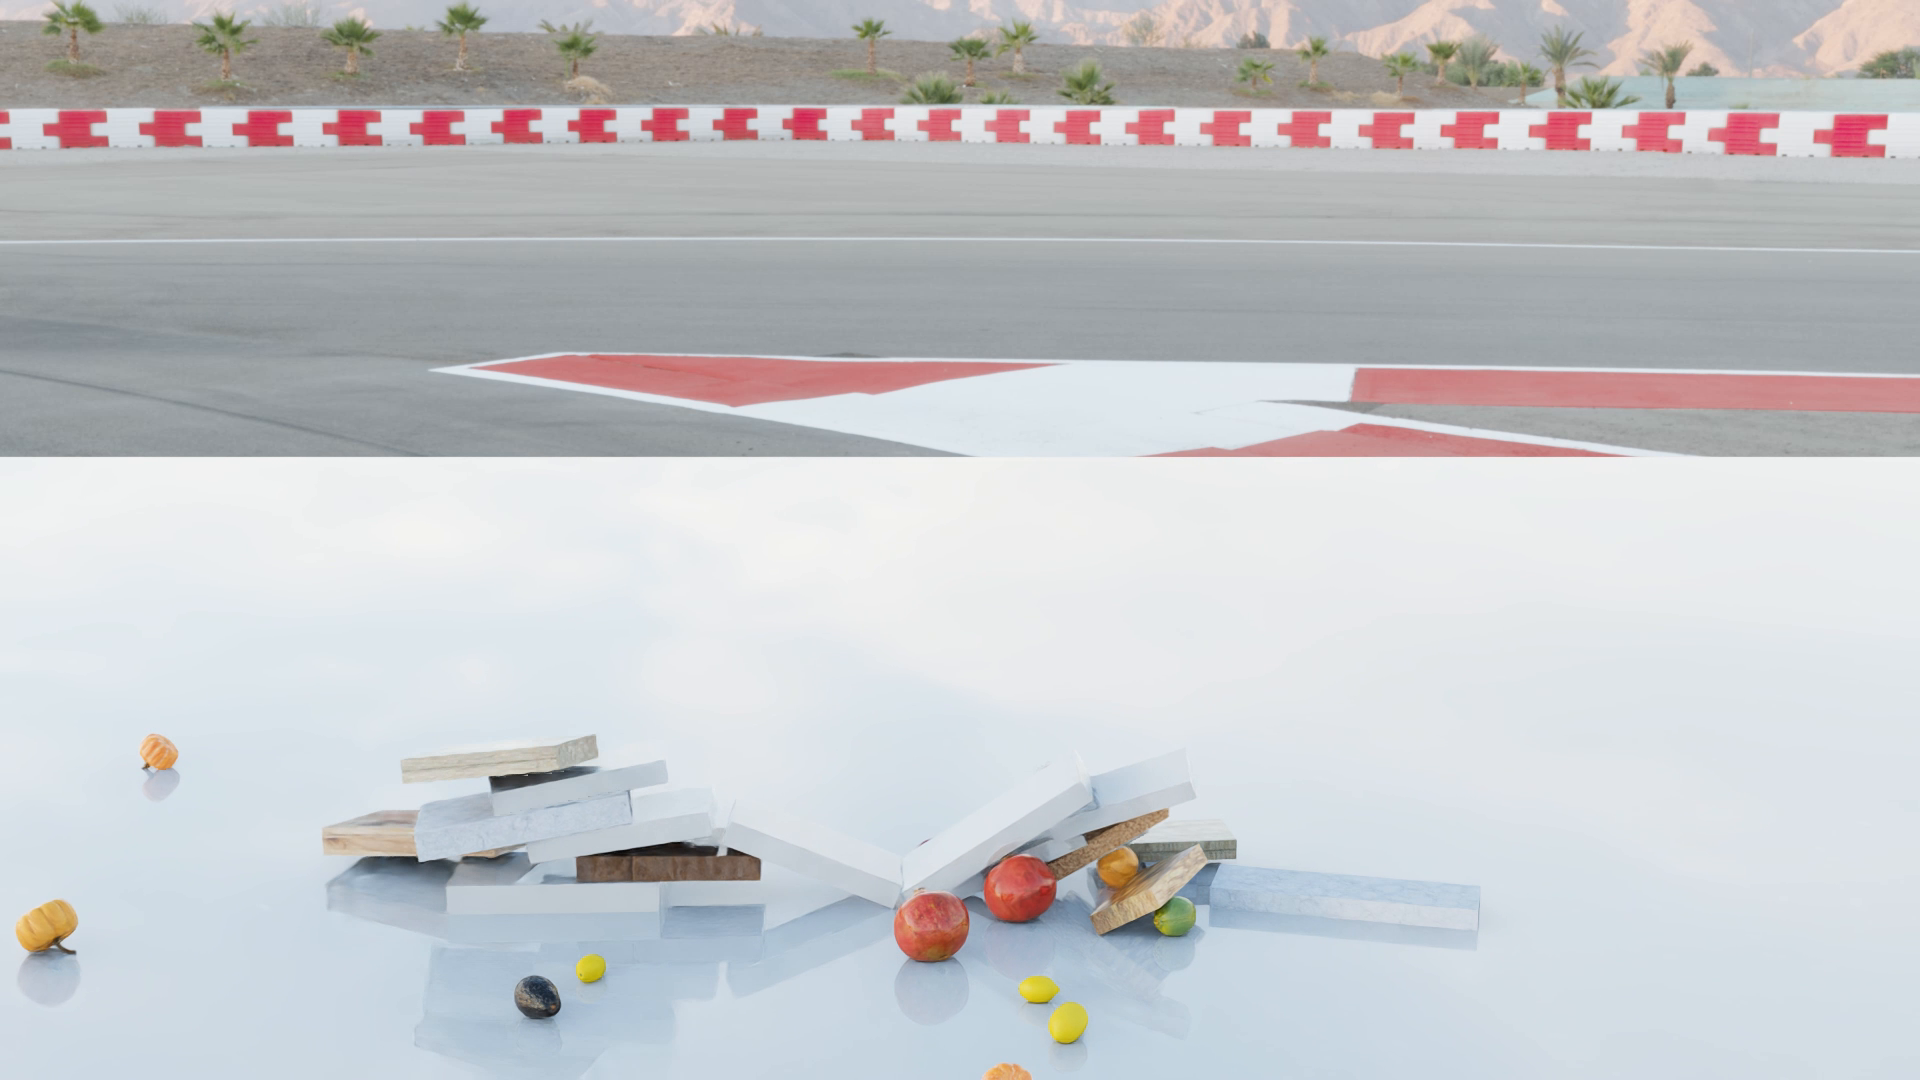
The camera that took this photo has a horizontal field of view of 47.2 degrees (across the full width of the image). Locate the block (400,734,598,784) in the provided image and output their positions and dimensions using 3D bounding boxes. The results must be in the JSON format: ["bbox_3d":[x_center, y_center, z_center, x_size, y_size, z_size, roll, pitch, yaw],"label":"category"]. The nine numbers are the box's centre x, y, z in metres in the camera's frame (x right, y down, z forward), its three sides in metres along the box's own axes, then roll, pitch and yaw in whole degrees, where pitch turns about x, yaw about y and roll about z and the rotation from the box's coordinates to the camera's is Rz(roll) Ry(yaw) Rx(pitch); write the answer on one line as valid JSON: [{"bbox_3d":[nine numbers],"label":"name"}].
[{"bbox_3d":[-0.752,0.357,3.596,0.283,0.040,0.141,-7,1,18],"label":"block"}]

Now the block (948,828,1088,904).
[{"bbox_3d":[0.086,0.519,3.672,0.243,0.034,0.122,-24,15,2],"label":"block"}]

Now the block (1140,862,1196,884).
[{"bbox_3d":[0.356,0.555,3.793,0.083,0.023,0.166,0,11,-1],"label":"block"}]

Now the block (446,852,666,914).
[{"bbox_3d":[-0.665,0.568,3.656,0.342,0.048,0.171,-1,11,-3],"label":"block"}]

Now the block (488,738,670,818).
[{"bbox_3d":[-0.629,0.391,3.623,0.283,0.040,0.141,-10,11,-12],"label":"block"}]

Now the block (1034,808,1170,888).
[{"bbox_3d":[0.236,0.482,3.683,0.243,0.034,0.122,-32,16,14],"label":"block"}]

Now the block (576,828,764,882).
[{"bbox_3d":[-0.478,0.522,3.655,0.299,0.042,0.149,0,10,-3],"label":"block"}]

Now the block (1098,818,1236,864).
[{"bbox_3d":[0.349,0.522,3.815,0.239,0.034,0.120,-1,11,-6],"label":"block"}]

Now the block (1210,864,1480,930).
[{"bbox_3d":[0.632,0.584,3.606,0.428,0.034,0.120,3,11,15],"label":"block"}]

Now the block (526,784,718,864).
[{"bbox_3d":[-0.556,0.469,3.640,0.299,0.042,0.149,-9,11,-1],"label":"block"}]

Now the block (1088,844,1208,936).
[{"bbox_3d":[0.307,0.564,3.559,0.120,0.034,0.239,-30,-3,26],"label":"block"}]

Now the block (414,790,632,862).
[{"bbox_3d":[-0.715,0.450,3.618,0.342,0.048,0.171,-10,11,-8],"label":"block"}]

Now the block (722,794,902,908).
[{"bbox_3d":[-0.242,0.516,3.651,0.299,0.042,0.149,22,9,-6],"label":"block"}]

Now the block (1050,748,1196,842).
[{"bbox_3d":[0.264,0.419,3.622,0.243,0.034,0.121,-18,19,8],"label":"block"}]

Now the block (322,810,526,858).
[{"bbox_3d":[-0.906,0.507,3.802,0.342,0.048,0.171,-3,2,20],"label":"block"}]

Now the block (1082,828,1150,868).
[{"bbox_3d":[0.246,0.500,3.717,0.166,0.023,0.083,-31,16,19],"label":"block"}]

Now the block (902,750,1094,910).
[{"bbox_3d":[0.059,0.477,3.623,0.346,0.040,0.141,-33,14,8],"label":"block"}]
